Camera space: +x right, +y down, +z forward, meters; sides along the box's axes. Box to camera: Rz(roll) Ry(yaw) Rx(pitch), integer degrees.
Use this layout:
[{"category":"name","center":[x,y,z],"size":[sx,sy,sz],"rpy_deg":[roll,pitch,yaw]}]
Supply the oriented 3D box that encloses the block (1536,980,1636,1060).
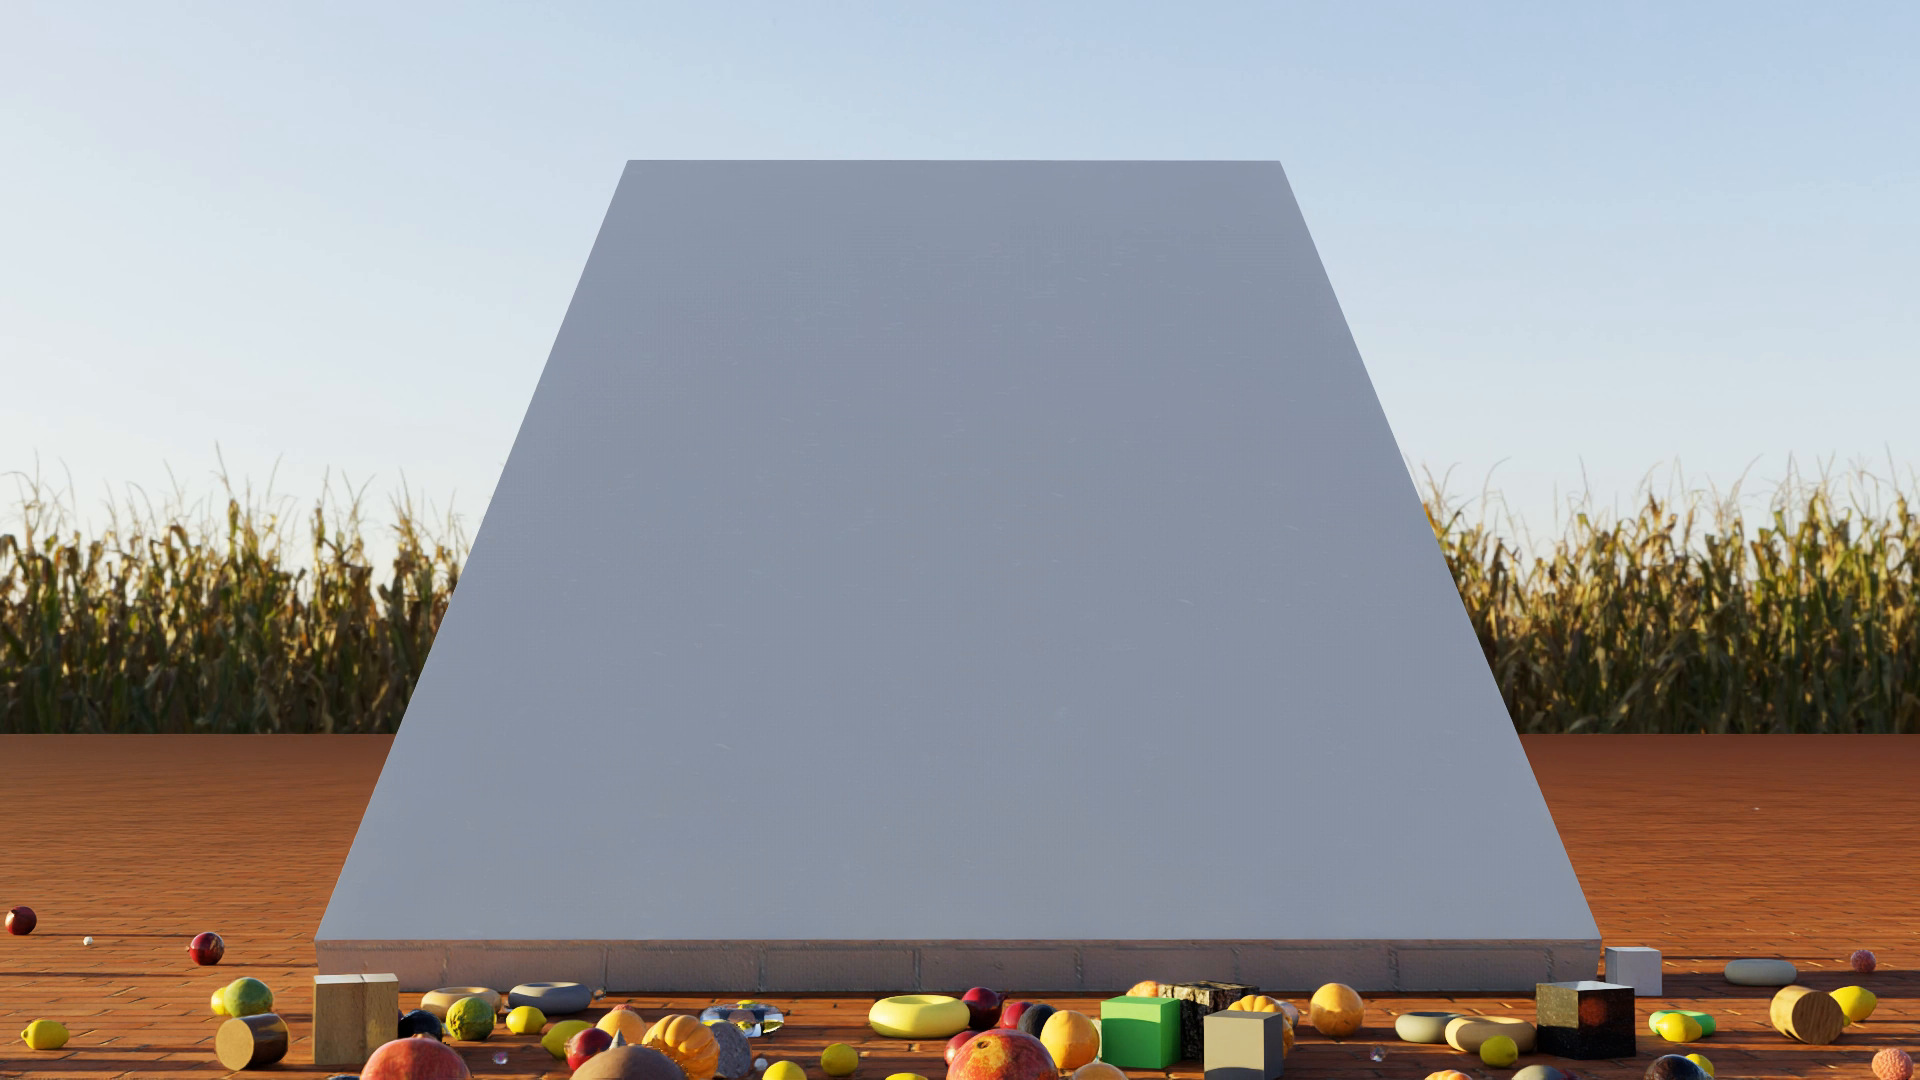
[{"category":"block","center":[0.795,0.610,3.004],"size":[0.086,0.086,0.086],"rpy_deg":[2,-5,-22]}]

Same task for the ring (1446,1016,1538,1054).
[{"category":"ring","center":[0.684,0.637,3.042],"size":[0.117,0.039,0.117],"rpy_deg":[1,-5,0]}]

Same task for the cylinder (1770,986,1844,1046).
[{"category":"cylinder","center":[1.119,0.628,3.124],"size":[0.070,0.070,0.070],"rpy_deg":[0,-5,-3]}]

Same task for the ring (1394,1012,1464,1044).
[{"category":"ring","center":[0.629,0.647,3.135],"size":[0.104,0.035,0.104],"rpy_deg":[0,-6,0]}]

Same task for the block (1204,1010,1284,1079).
[{"category":"block","center":[0.337,0.601,2.808],"size":[0.073,0.073,0.073],"rpy_deg":[-2,-5,25]}]

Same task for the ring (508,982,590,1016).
[{"category":"ring","center":[-0.598,0.669,3.448],"size":[0.120,0.040,0.120],"rpy_deg":[-1,-6,0]}]

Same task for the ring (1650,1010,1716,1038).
[{"category":"ring","center":[0.977,0.654,3.197],"size":[0.087,0.029,0.087],"rpy_deg":[1,-5,0]}]

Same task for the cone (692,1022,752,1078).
[{"category":"cone","center":[-0.300,0.623,2.823],"size":[0.071,0.071,0.071],"rpy_deg":[-36,-26,33]}]

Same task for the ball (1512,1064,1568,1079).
[{"category":"ball","center":[0.593,0.571,2.409],"size":[0.070,0.070,0.070],"rpy_deg":[0,-5,0]}]

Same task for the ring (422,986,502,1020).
[{"category":"ring","center":[-0.715,0.665,3.391],"size":[0.114,0.038,0.114],"rpy_deg":[0,-3,0]}]

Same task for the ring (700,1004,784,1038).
[{"category":"ring","center":[-0.295,0.650,3.198],"size":[0.114,0.038,0.114],"rpy_deg":[0,-6,0]}]

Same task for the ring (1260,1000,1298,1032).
[{"category":"ring","center":[0.405,0.652,3.232],"size":[0.116,0.039,0.116],"rpy_deg":[-1,-5,0]}]

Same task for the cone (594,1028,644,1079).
[{"category":"cone","center":[-0.387,0.591,2.680],"size":[0.074,0.074,0.074],"rpy_deg":[0,-5,0]}]

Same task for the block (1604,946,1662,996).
[{"category":"block","center":[1.051,0.673,3.692],"size":[0.068,0.068,0.068],"rpy_deg":[0,-5,0]}]

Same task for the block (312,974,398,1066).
[{"category":"block","center":[-0.760,0.601,2.969],"size":[0.099,0.099,0.099],"rpy_deg":[1,-5,-17]}]

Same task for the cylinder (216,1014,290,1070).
[{"category":"cylinder","center":[-0.865,0.613,2.891],"size":[0.062,0.062,0.062],"rpy_deg":[-2,-5,27]}]

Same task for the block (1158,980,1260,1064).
[{"category":"block","center":[0.314,0.607,2.978],"size":[0.089,0.089,0.089],"rpy_deg":[4,-6,-39]}]

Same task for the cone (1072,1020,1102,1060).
[{"category":"cone","center":[0.174,0.639,2.979],"size":[0.053,0.053,0.053],"rpy_deg":[-2,-32,25]}]

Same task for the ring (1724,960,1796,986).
[{"category":"ring","center":[1.295,0.700,3.825],"size":[0.112,0.037,0.112],"rpy_deg":[-1,-5,0]}]

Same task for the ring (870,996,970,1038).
[{"category":"ring","center":[-0.055,0.647,3.206],"size":[0.137,0.046,0.137],"rpy_deg":[-1,-3,0]}]

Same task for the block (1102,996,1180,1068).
[{"category":"block","center":[0.224,0.608,2.926],"size":[0.077,0.077,0.077],"rpy_deg":[-2,-5,24]}]

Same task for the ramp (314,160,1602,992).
[{"category":"ramp","center":[-0.010,-0.228,5.482],"size":[2.000,0.100,4.000],"rpy_deg":[0,27,0]}]
